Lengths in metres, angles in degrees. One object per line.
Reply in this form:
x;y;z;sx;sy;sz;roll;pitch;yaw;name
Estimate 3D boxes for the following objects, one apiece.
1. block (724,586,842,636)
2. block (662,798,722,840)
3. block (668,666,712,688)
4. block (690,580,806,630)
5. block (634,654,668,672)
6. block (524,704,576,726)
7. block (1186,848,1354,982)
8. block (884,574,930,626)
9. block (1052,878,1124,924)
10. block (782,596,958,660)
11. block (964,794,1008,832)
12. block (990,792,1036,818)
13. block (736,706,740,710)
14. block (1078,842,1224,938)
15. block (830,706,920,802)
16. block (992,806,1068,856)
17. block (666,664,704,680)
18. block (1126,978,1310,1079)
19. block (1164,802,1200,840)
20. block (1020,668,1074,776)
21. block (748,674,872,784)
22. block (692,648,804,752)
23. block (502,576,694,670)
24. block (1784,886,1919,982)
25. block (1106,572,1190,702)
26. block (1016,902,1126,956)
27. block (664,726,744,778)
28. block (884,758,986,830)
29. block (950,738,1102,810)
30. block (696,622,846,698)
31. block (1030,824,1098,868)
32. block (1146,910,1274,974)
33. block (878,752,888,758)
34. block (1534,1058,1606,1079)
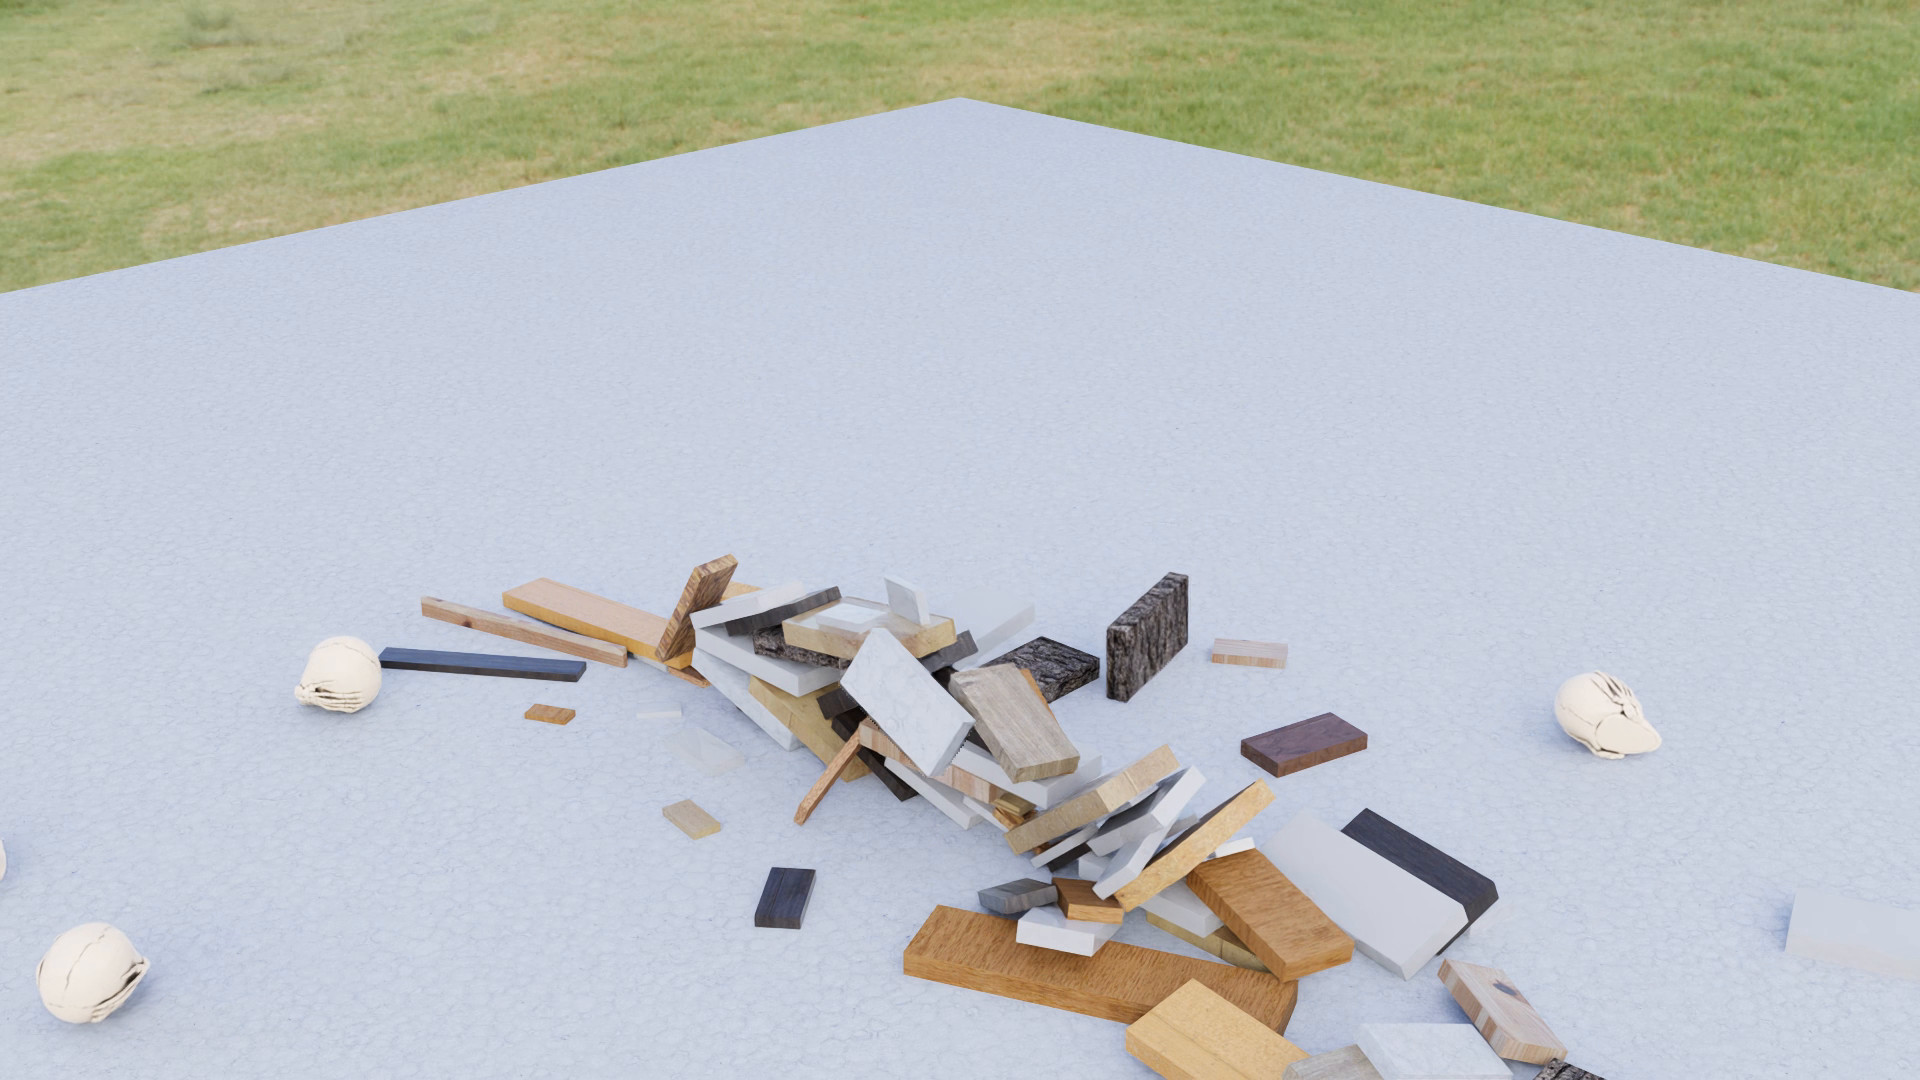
-0.382;0.153;4.736;0.127;0.036;0.254;-22;5;-43;block
-0.539;0.561;4.416;0.062;0.018;0.124;-16;28;-33;block
-0.604;0.304;5.023;0.117;0.017;0.059;19;30;38;block
-0.461;0.140;4.766;0.127;0.036;0.254;-22;5;-42;block
-0.697;0.272;5.100;0.117;0.017;0.059;20;30;39;block
-0.902;0.384;4.839;0.099;0.014;0.049;8;24;18;block
0.553;0.668;3.942;0.149;0.042;0.299;-10;32;-28;block
-0.107;0.121;4.451;0.021;0.073;0.146;-18;18;-23;block
0.230;0.656;4.002;0.099;0.028;0.198;6;4;-7;block
-0.188;0.187;4.495;0.175;0.050;0.351;-21;20;-37;block
0.083;0.541;4.399;0.141;0.020;0.071;32;38;23;block
0.087;0.504;4.387;0.141;0.020;0.071;22;33;36;block
-0.442;0.375;4.859;0.051;0.014;0.102;-21;31;-40;block
0.384;0.636;4.098;0.299;0.042;0.149;21;31;40;block
-0.148;0.436;4.581;0.119;0.034;0.239;-19;51;-39;block
0.139;0.567;4.347;0.071;0.020;0.141;-23;50;-40;block
-0.611;0.285;5.025;0.117;0.017;0.058;18;29;37;block
0.451;0.860;3.603;0.167;0.047;0.335;-29;40;-34;block
0.381;0.544;4.149;0.137;0.019;0.068;-27;13;0;block
0.116;0.354;4.256;0.131;0.037;0.263;-4;39;-22;block
-0.280;0.375;4.700;0.171;0.048;0.341;-19;45;-39;block
-0.415;0.322;4.822;0.171;0.048;0.341;-21;46;-40;block
-0.834;0.192;5.214;0.643;0.036;0.127;15;27;39;block
1.682;0.725;3.992;0.328;0.047;0.164;10;25;22;block
0.431;0.219;5.020;0.049;0.174;0.348;10;25;27;block
0.203;0.689;3.966;0.138;0.039;0.275;8;5;15;block
-0.544;0.448;4.673;0.086;0.024;0.172;-19;29;-38;block
-0.028;0.491;4.484;0.239;0.034;0.119;35;39;30;block
0.092;0.411;4.315;0.339;0.048;0.170;22;33;36;block
-0.401;0.238;4.787;0.341;0.048;0.171;22;31;40;block
0.203;0.589;4.226;0.072;0.021;0.145;-23;-11;-38;block
0.505;0.710;4.033;0.299;0.042;0.149;21;31;40;block
-0.035;0.435;4.462;0.238;0.034;0.119;20;32;33;block
1.040;0.923;3.540;0.244;0.035;0.122;18;29;36;block
